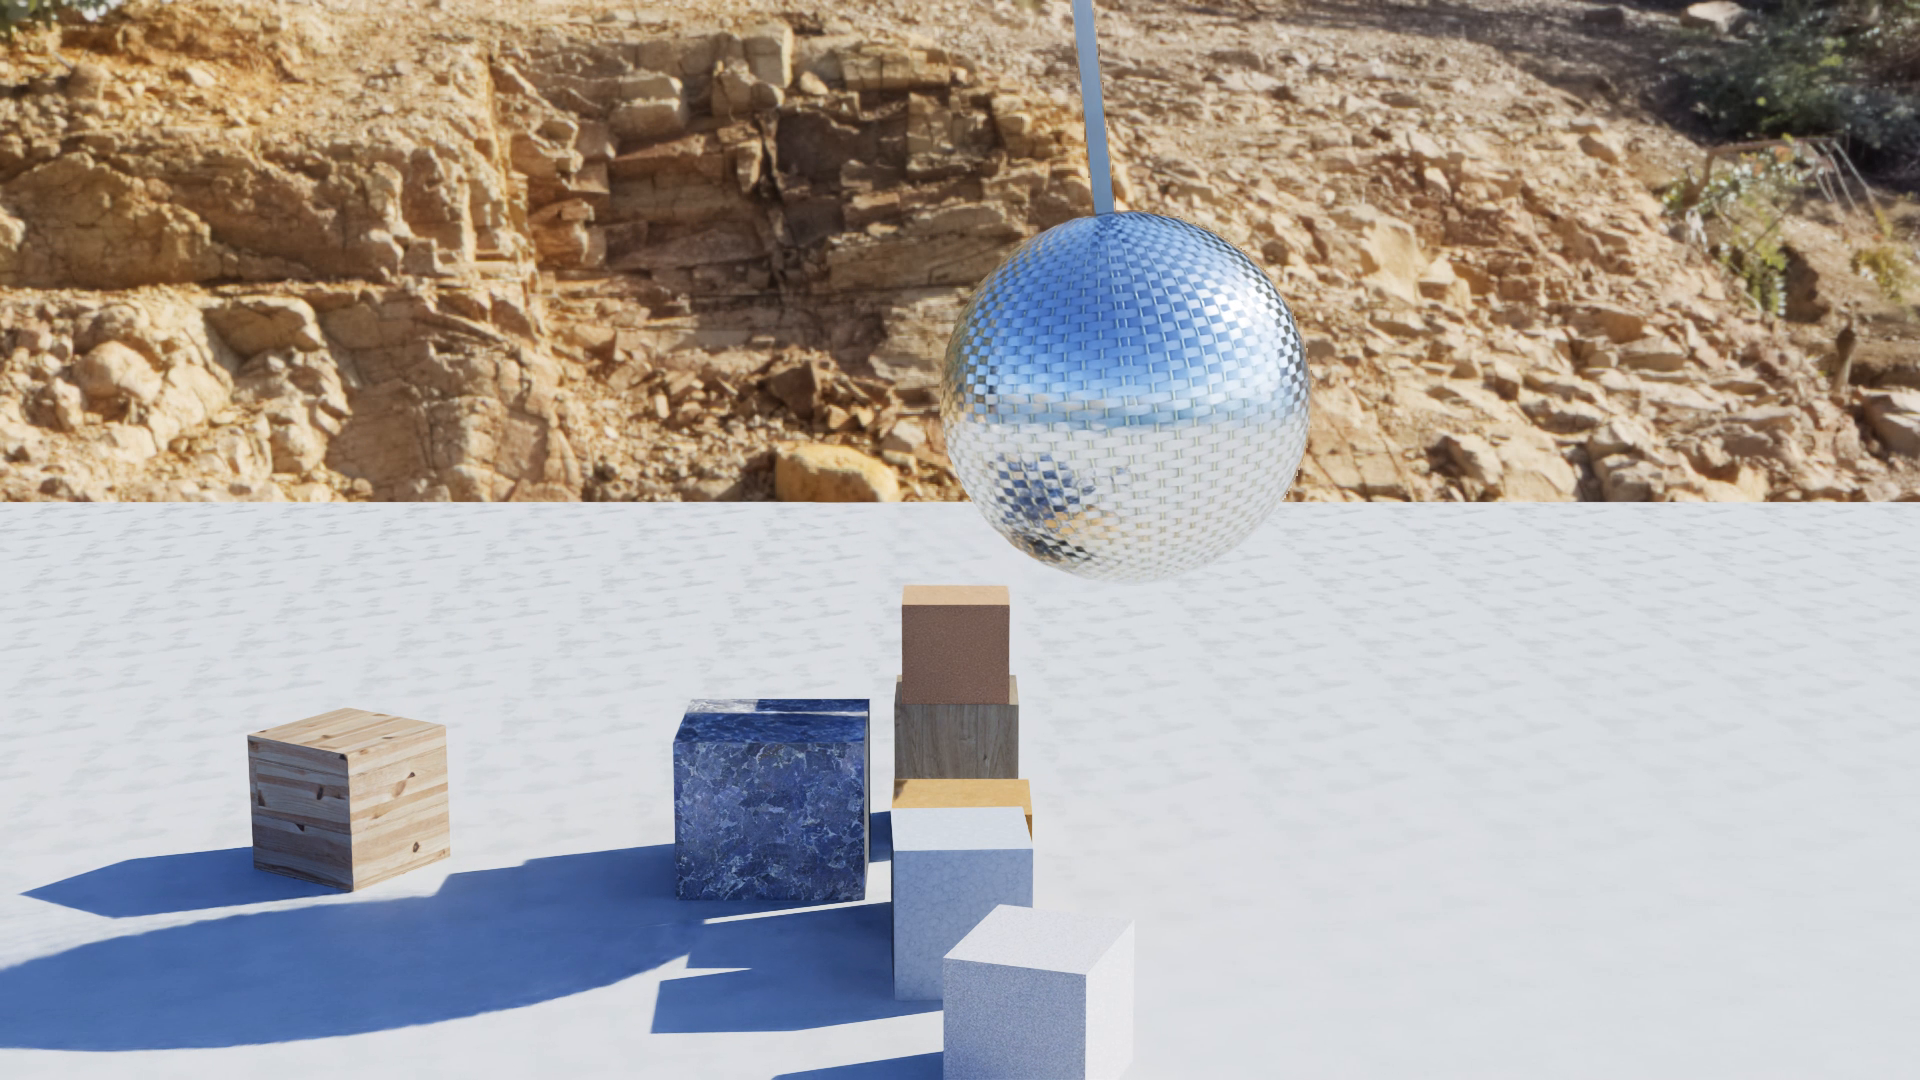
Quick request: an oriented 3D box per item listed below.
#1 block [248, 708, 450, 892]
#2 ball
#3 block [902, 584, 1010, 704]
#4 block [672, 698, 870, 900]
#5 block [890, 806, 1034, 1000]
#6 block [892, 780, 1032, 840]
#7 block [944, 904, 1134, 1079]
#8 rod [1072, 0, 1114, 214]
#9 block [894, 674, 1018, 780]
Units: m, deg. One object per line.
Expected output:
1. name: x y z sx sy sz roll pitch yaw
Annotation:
1. block: -2.735 1.152 11.504 0.622 0.618 0.599 7 12 32
2. ball: 0.711 -0.612 11.069 1.600 1.600 1.600 0 10 0
3. block: -0.019 0.481 11.880 0.490 0.464 0.454 0 10 0
4. block: -0.816 1.137 11.360 0.813 0.699 0.779 0 10 0
5. block: 0.000 1.420 10.083 0.531 0.598 0.567 -1 10 -3
6. block: 0.006 1.333 10.720 0.574 0.542 0.533 0 10 0
7. block: 0.283 1.651 9.004 0.509 0.531 0.604 4 11 19
8. rod: 0.308 -3.934 10.465 0.080 5.200 0.080 -7 10 1
9. block: -0.016 1.027 12.044 0.570 0.670 0.590 0 10 0
